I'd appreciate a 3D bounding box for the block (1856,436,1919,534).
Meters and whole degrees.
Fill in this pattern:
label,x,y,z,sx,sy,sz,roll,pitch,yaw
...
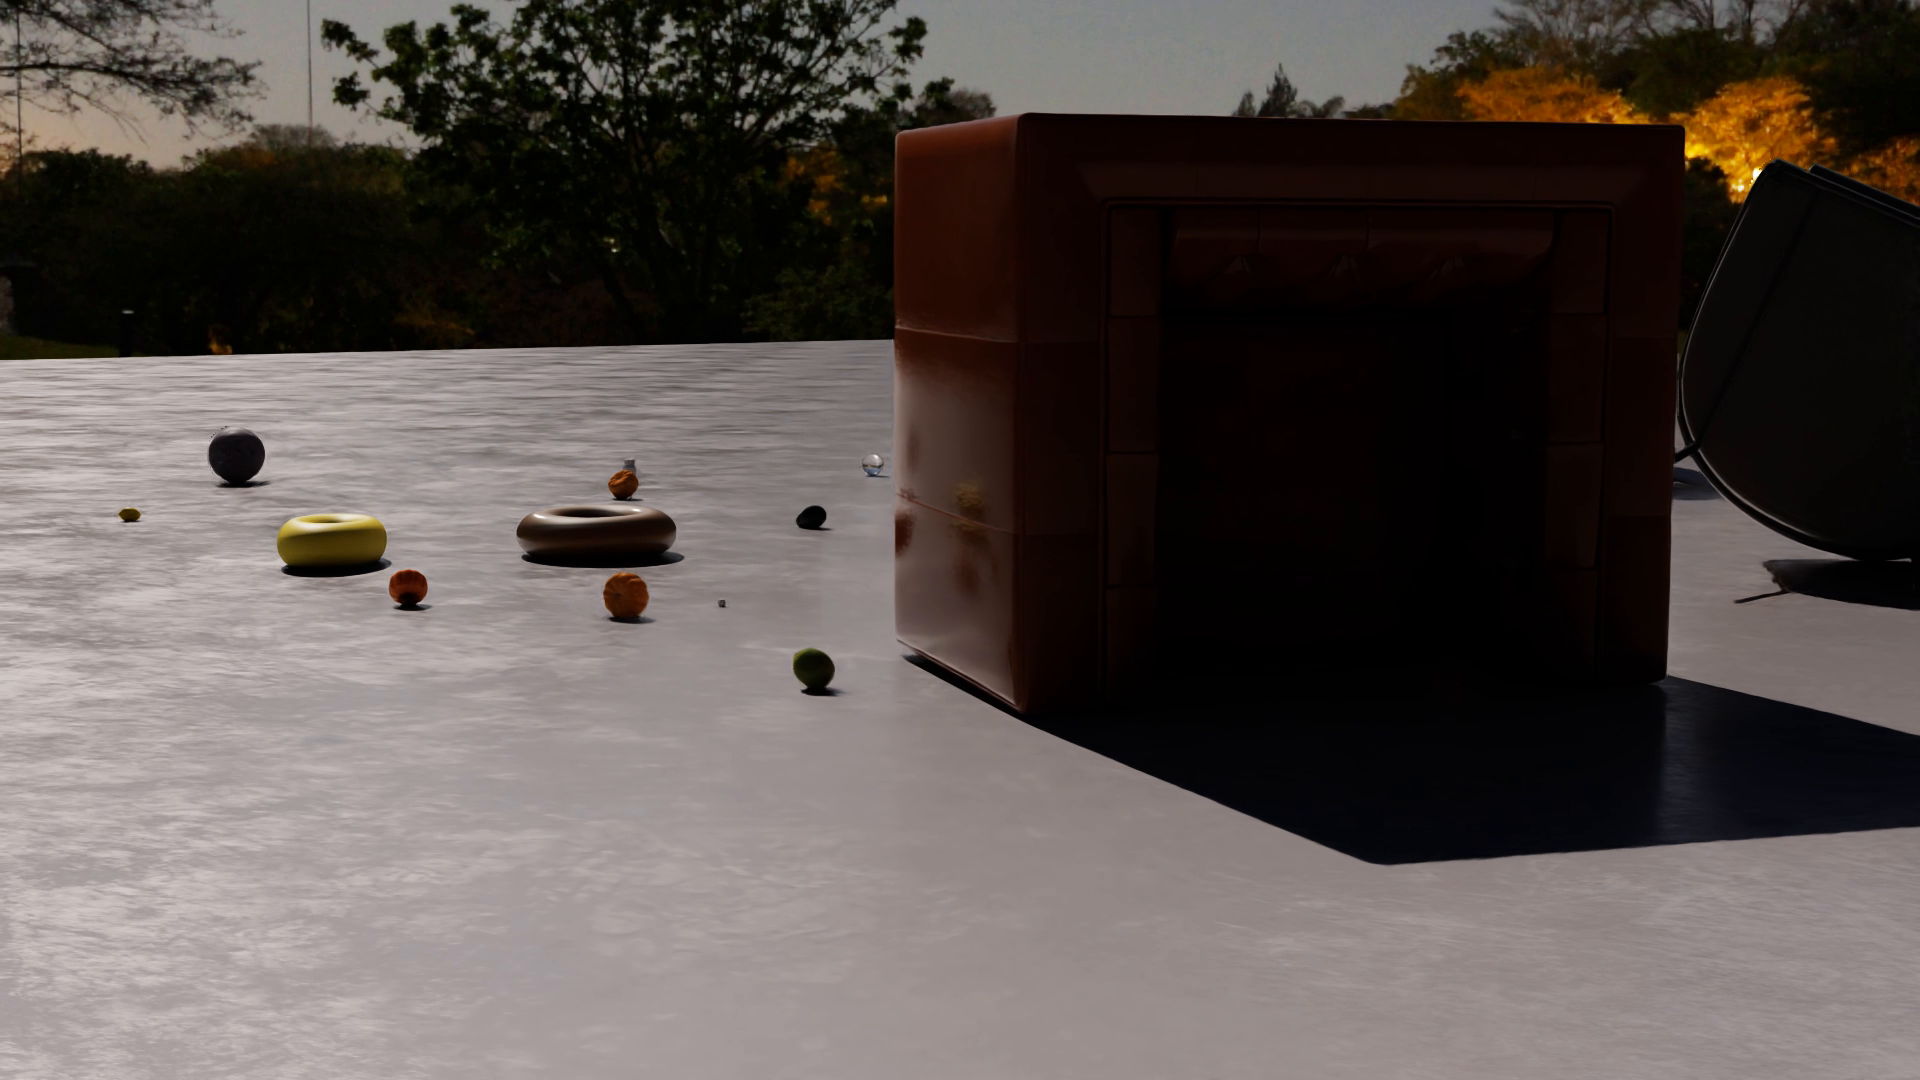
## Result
label,x,y,z,sx,sy,sz,roll,pitch,yaw
block,2.416,-0.144,6.648,0.159,0.238,0.206,2,6,17

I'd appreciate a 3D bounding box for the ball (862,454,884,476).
label,x,y,z,sx,sy,sz,roll,pitch,yaw
ball,-0.288,-0.250,8.479,0.073,0.073,0.073,0,6,0

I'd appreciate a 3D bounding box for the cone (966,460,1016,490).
label,x,y,z,sx,sy,sz,roll,pitch,yaw
cone,0.097,-0.205,7.962,0.143,0.090,0.179,-5,8,-40

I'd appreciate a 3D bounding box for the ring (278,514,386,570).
label,x,y,z,sx,sy,sz,roll,pitch,yaw
ring,-1.438,0.003,5.881,0.235,0.105,0.405,1,5,-1

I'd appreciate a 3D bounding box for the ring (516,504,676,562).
label,x,y,z,sx,sy,sz,roll,pitch,yaw
ring,-0.859,-0.016,6.067,0.373,0.105,0.441,-3,7,-20

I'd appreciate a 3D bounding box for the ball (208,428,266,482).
label,x,y,z,sx,sy,sz,roll,pitch,yaw
ball,-2.314,-0.273,8.208,0.176,0.176,0.176,0,6,0

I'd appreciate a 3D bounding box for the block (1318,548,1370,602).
label,x,y,z,sx,sy,sz,roll,pitch,yaw
block,0.785,0.070,5.249,0.083,0.099,0.078,-1,6,-11
